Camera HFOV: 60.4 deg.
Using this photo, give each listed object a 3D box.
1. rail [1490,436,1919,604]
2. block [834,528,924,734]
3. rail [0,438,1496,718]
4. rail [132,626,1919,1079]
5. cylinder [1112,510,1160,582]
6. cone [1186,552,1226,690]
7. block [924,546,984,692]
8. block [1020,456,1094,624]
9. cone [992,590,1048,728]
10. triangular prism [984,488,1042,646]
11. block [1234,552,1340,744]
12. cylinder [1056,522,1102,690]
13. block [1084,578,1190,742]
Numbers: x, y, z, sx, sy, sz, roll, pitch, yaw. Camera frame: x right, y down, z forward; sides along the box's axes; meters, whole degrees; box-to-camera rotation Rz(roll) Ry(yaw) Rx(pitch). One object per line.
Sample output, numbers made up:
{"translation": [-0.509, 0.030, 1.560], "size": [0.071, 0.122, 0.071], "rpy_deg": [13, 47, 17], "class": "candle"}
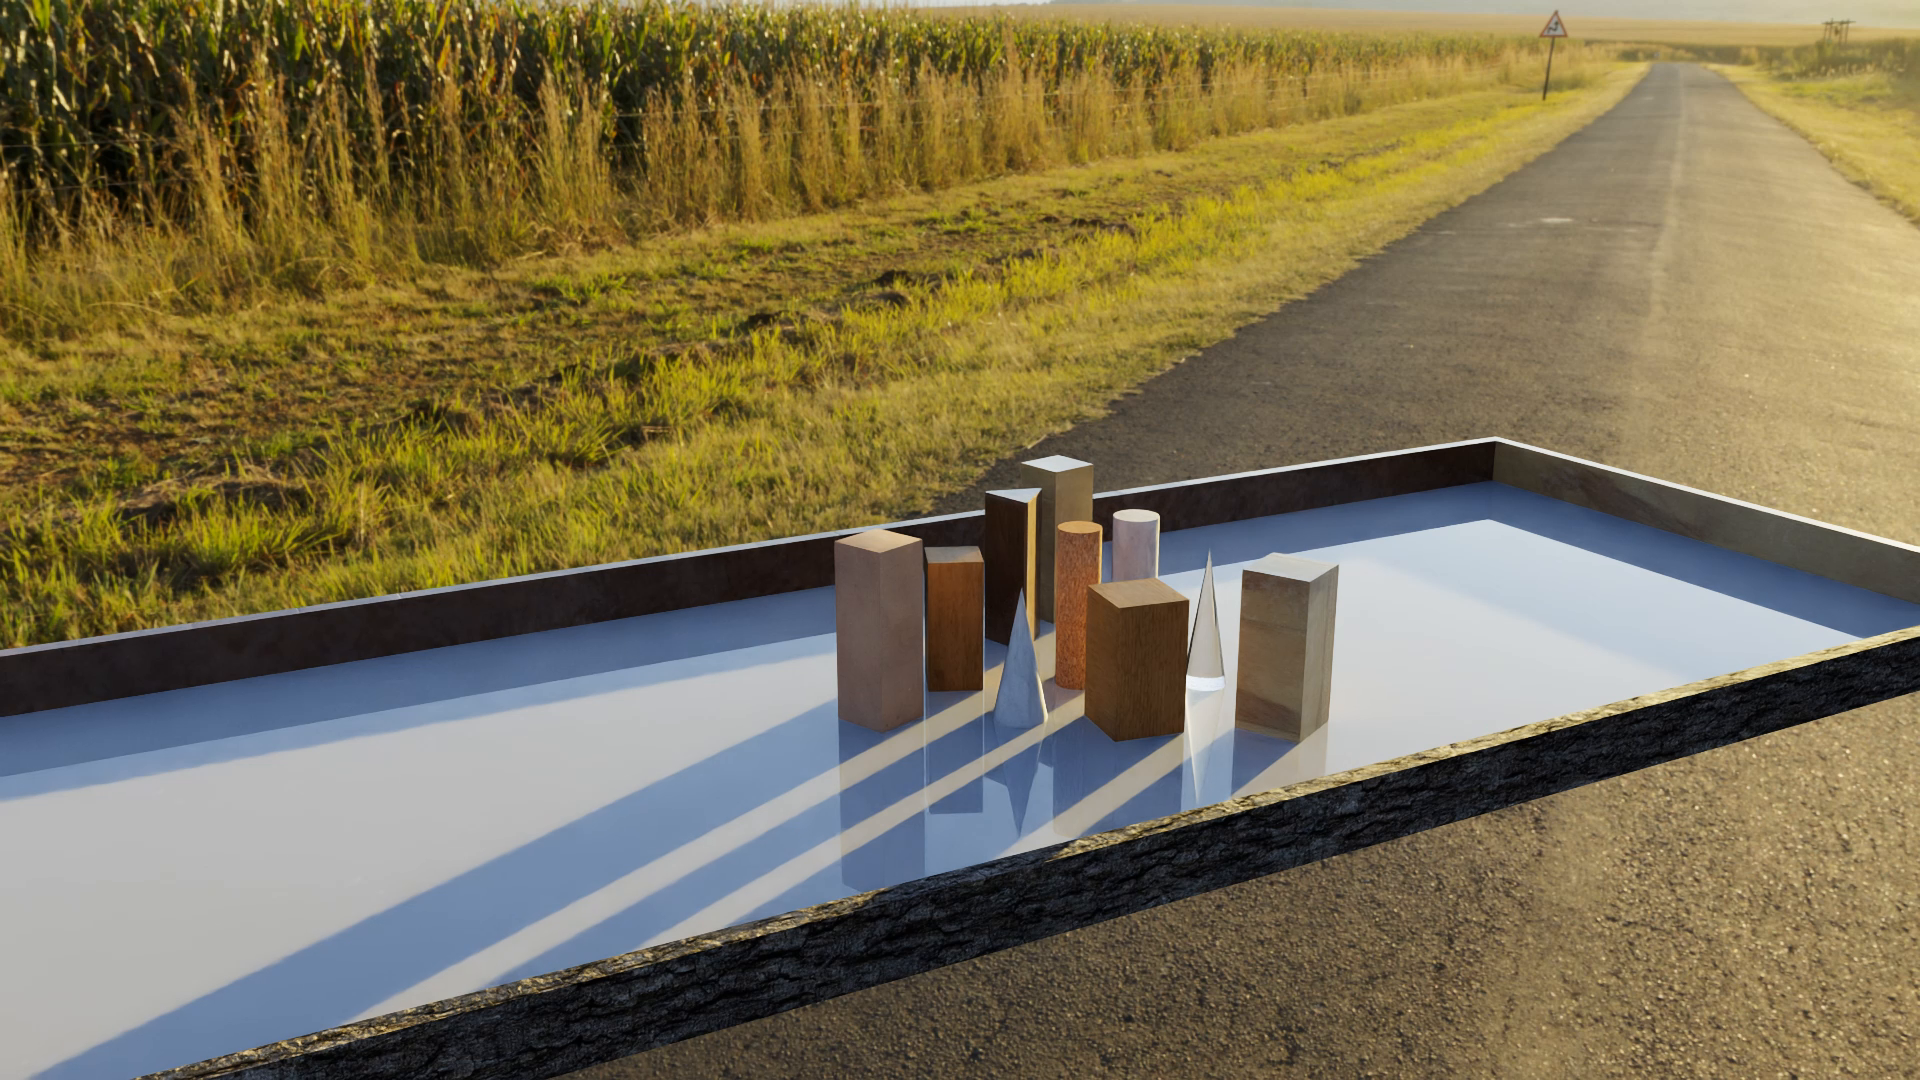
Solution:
{"translation": [2.466, -0.048, 5.253], "size": [0.050, 0.150, 2.100], "rpy_deg": [-9, 18, -27], "class": "rail"}
{"translation": [-0.188, 0.211, 3.862], "size": [0.144, 0.438, 0.144], "rpy_deg": [14, 21, 39], "class": "block"}
{"translation": [-3.305, 0.497, 3.399], "size": [12.000, 0.150, 0.050], "rpy_deg": [-9, 18, -27], "class": "rail"}
{"translation": [-2.336, 1.006, 1.665], "size": [12.000, 0.150, 0.050], "rpy_deg": [-9, 18, -27], "class": "rail"}
{"translation": [0.457, 0.112, 4.322], "size": [0.120, 0.367, 0.120], "rpy_deg": [0, 16, 0], "class": "cylinder"}
{"translation": [0.612, 0.189, 4.086], "size": [0.109, 0.352, 0.109], "rpy_deg": [0, 16, 0], "class": "cone"}
{"translation": [-0.016, 0.195, 4.101], "size": [0.135, 0.333, 0.135], "rpy_deg": [-1, 16, -5], "class": "block"}
{"translation": [0.267, -0.003, 4.599], "size": [0.142, 0.432, 0.142], "rpy_deg": [-13, 21, -38], "class": "block"}
{"translation": [0.143, 0.264, 3.878], "size": [0.132, 0.325, 0.132], "rpy_deg": [0, 16, 0], "class": "cone"}
{"translation": [0.167, 0.071, 4.393], "size": [0.132, 0.407, 0.153], "rpy_deg": [-15, 22, -41], "class": "triangular prism"}
{"translation": [0.757, 0.247, 3.827], "size": [0.164, 0.388, 0.164], "rpy_deg": [11, 20, 34], "class": "block"}
{"translation": [0.293, 0.162, 4.085], "size": [0.109, 0.404, 0.109], "rpy_deg": [0, 16, 0], "class": "cylinder"}
{"translation": [0.409, 0.276, 3.841], "size": [0.176, 0.324, 0.176], "rpy_deg": [-6, 17, -19], "class": "block"}
